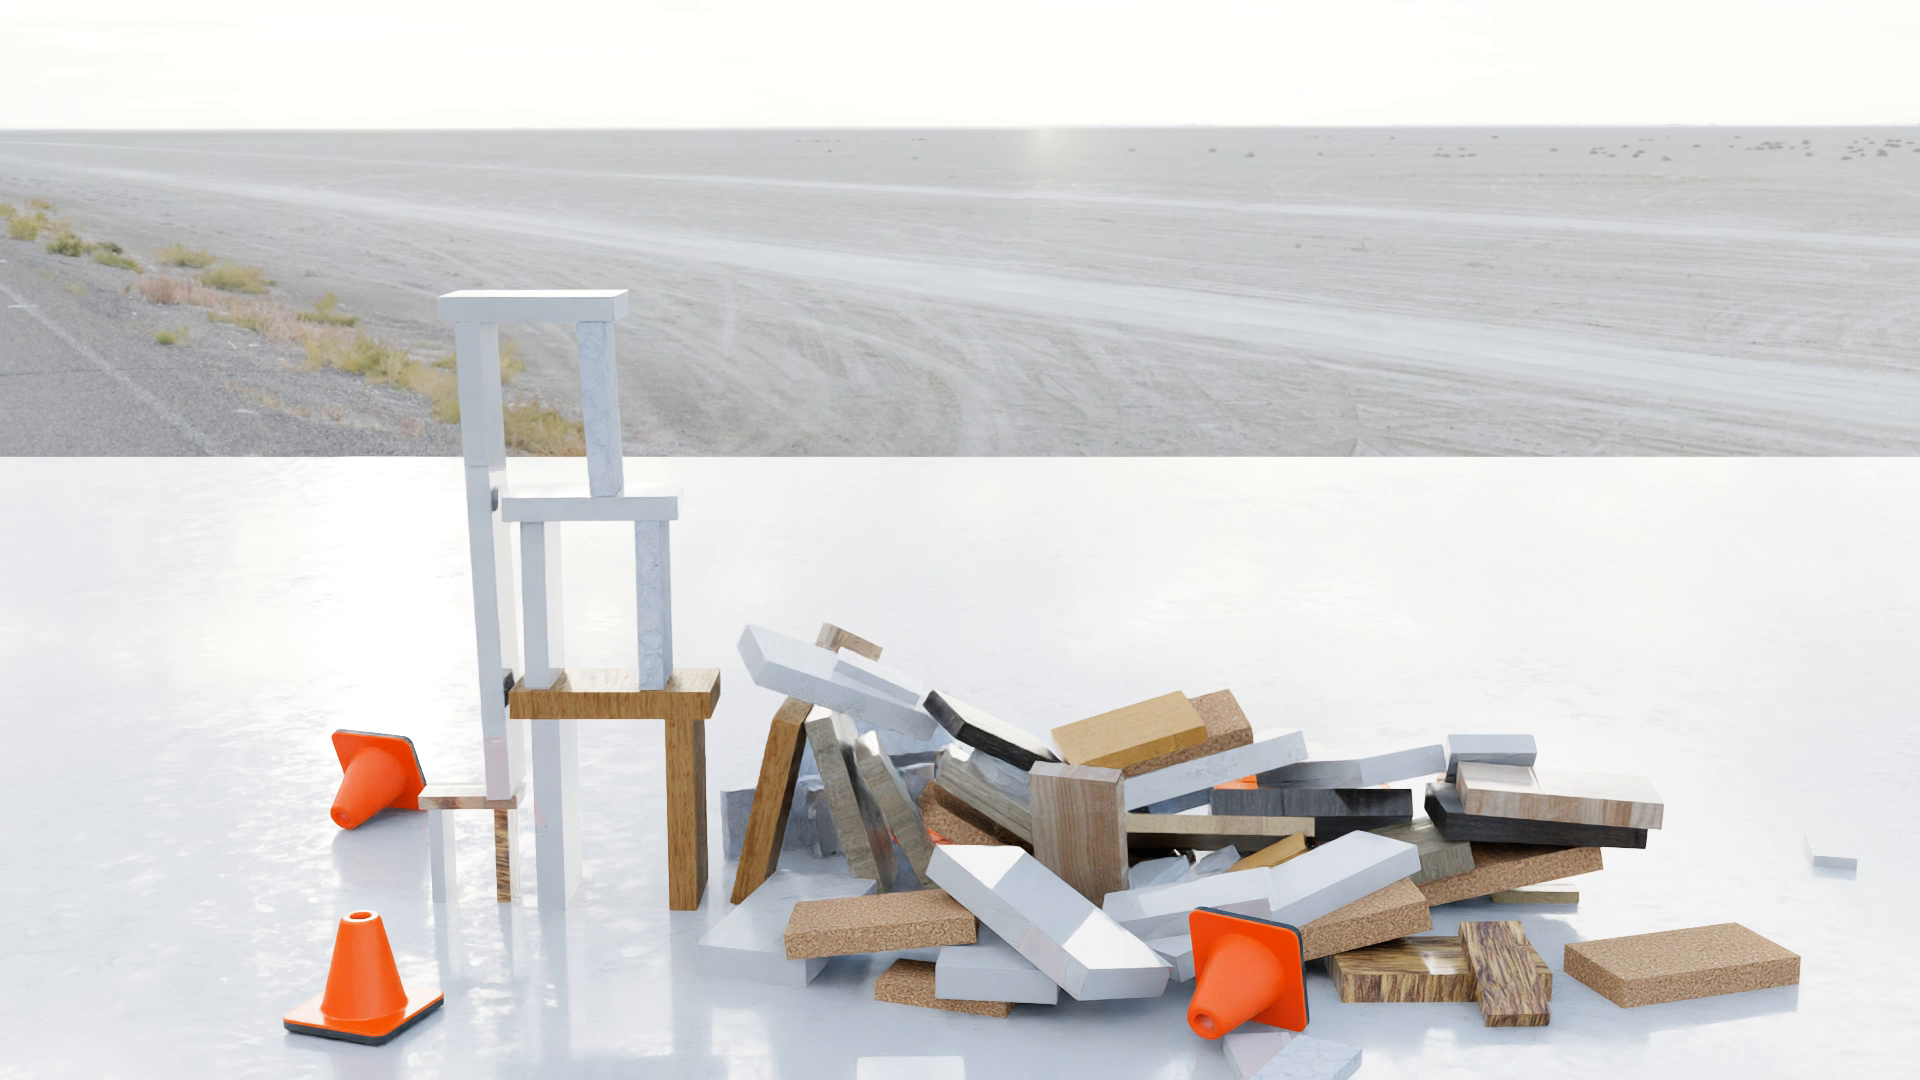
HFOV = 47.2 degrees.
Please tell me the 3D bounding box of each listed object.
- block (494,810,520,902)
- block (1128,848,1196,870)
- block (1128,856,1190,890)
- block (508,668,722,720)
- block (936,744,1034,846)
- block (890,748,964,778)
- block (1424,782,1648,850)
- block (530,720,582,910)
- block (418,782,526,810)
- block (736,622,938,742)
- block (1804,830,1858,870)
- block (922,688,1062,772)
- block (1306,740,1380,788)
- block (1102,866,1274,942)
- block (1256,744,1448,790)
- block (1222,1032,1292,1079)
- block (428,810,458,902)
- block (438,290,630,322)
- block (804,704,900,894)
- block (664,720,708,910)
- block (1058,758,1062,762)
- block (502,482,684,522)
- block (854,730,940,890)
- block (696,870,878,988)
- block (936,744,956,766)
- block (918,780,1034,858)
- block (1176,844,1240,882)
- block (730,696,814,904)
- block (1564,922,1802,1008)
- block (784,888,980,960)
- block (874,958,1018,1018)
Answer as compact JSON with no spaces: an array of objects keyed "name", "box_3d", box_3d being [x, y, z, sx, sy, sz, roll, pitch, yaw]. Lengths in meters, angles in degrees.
[{"name":"block","box_3d":[-0.752,0.512,3.651,0.023,0.160,0.080,0,11,0]},{"name":"block","box_3d":[0.325,0.535,3.873,0.120,0.034,0.240,-2,11,-9]},{"name":"block","box_3d":[0.289,0.566,3.594,0.093,0.026,0.186,-15,5,38]},{"name":"block","box_3d":[-0.562,0.251,3.605,0.322,0.046,0.161,0,11,0]},{"name":"block","box_3d":[0.091,0.439,3.585,0.282,0.040,0.141,33,7,-3]},{"name":"block","box_3d":[-0.100,0.457,4.054,0.238,0.119,0.034,-4,-17,-23]},{"name":"block","box_3d":[0.942,0.452,3.611,0.326,0.046,0.163,3,11,0]},{"name":"block","box_3d":[-0.666,0.432,3.639,0.046,0.322,0.161,0,11,0]},{"name":"block","box_3d":[-0.805,0.422,3.633,0.160,0.023,0.080,0,11,-1]},{"name":"block","box_3d":[-0.203,0.237,3.659,0.322,0.046,0.161,21,13,-23]},{"name":"block","box_3d":[1.528,0.544,3.861,0.071,0.020,0.142,3,11,15]},{"name":"block","box_3d":[0.059,0.328,3.665,0.239,0.034,0.120,28,8,-35]},{"name":"block","box_3d":[0.648,0.437,4.041,0.143,0.041,0.286,-2,14,-17]},{"name":"block","box_3d":[0.342,0.552,3.313,0.255,0.036,0.127,-11,11,11]},{"name":"block","box_3d":[0.669,0.393,3.798,0.168,0.048,0.336,-7,-4,-24]},{"name":"block","box_3d":[0.415,0.710,2.952,0.090,0.026,0.180,-1,11,-4]},{"name":"block","box_3d":[-0.859,0.512,3.651,0.023,0.160,0.080,0,11,0]},{"name":"block","box_3d":[-0.674,-0.372,3.492,0.274,0.039,0.137,0,10,1]},{"name":"block","box_3d":[-0.178,0.428,3.659,0.046,0.322,0.161,-15,9,8]},{"name":"block","box_3d":[-0.452,0.432,3.639,0.046,0.322,0.161,0,11,0]},{"name":"block","box_3d":[0.300,0.381,3.895,0.356,0.050,0.178,-15,-3,-11]},{"name":"block","box_3d":[-0.588,-0.061,3.541,0.276,0.039,0.138,-1,11,-3]},{"name":"block","box_3d":[-0.091,0.461,3.626,0.040,0.282,0.141,-27,12,0]},{"name":"block","box_3d":[-0.266,0.605,3.451,0.174,0.049,0.348,3,11,15]},{"name":"block","box_3d":[-0.014,0.433,3.806,0.021,0.149,0.075,-8,1,13]},{"name":"block","box_3d":[0.065,0.502,3.626,0.282,0.040,0.141,32,7,-10]},{"name":"block","box_3d":[0.385,0.559,3.628,0.093,0.026,0.186,-29,-4,31]},{"name":"block","box_3d":[-0.309,0.431,3.639,0.046,0.322,0.161,14,12,3]},{"name":"block","box_3d":[1.083,0.636,3.301,0.306,0.043,0.153,-3,11,-18]},{"name":"block","box_3d":[-0.113,0.572,3.293,0.282,0.040,0.141,-6,10,4]},{"name":"block","box_3d":[-0.013,0.657,3.229,0.202,0.029,0.101,4,11,19]}]
